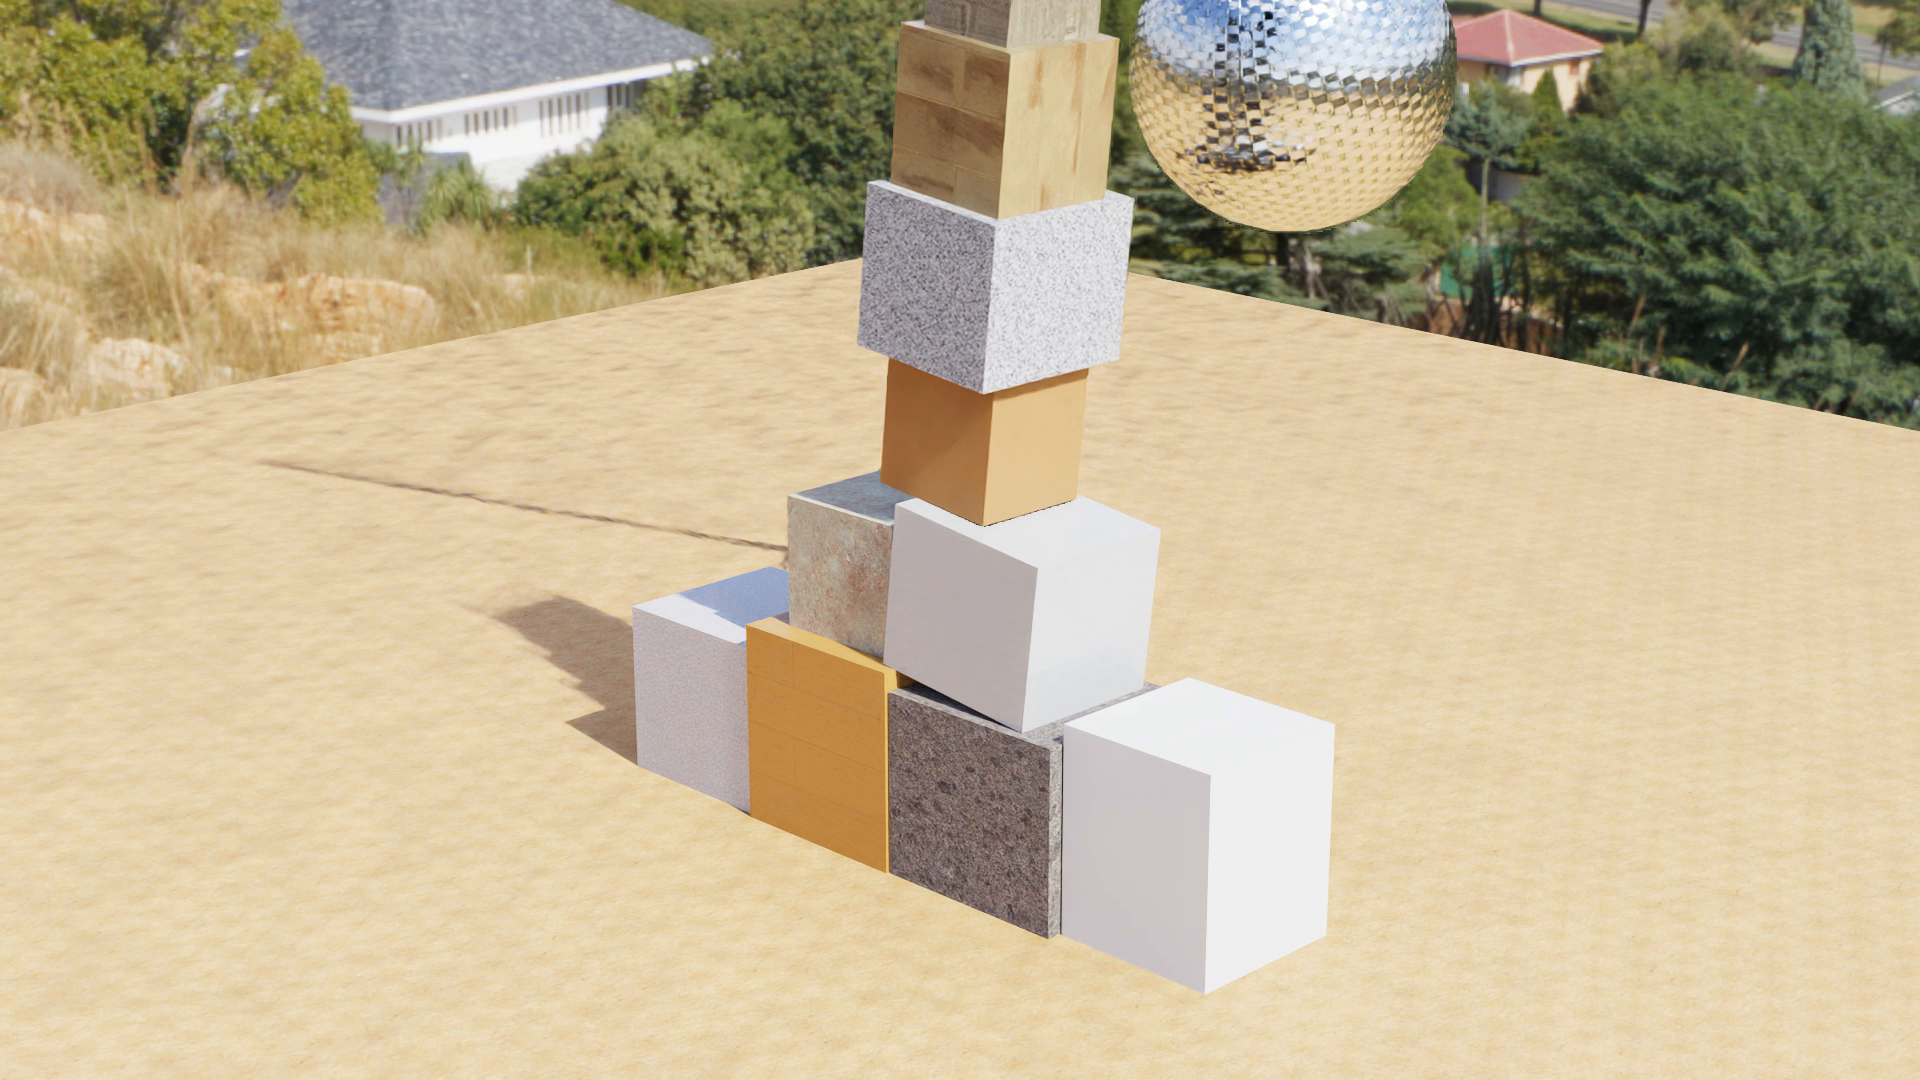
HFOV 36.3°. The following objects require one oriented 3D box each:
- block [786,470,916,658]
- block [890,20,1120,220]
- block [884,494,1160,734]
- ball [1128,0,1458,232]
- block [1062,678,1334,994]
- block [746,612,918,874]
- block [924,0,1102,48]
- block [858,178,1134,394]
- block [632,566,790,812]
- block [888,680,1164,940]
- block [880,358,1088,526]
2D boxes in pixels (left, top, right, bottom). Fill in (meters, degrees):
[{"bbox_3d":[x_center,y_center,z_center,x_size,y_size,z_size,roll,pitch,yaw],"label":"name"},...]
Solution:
[{"bbox_3d":[-0.315,0.099,13.700,0.678,0.639,0.703,-17,24,-42],"label":"block"},{"bbox_3d":[0.188,-1.834,12.550,0.660,0.700,0.656,-17,30,-42],"label":"block"},{"bbox_3d":[0.270,0.256,13.112,0.790,0.778,0.876,-17,30,-42],"label":"block"},{"bbox_3d":[1.623,-2.308,14.317,1.600,1.600,1.600,0,17,0],"label":"ball"},{"bbox_3d":[1.024,1.259,12.690,0.816,0.988,0.823,-17,24,-42],"label":"block"},{"bbox_3d":[-0.340,0.865,13.960,0.945,0.979,0.948,-17,24,-42],"label":"block"},{"bbox_3d":[0.239,-2.432,12.320,0.555,0.586,0.490,-17,30,-42],"label":"block"},{"bbox_3d":[0.151,-1.173,12.830,0.855,0.737,0.784,-17,30,-42],"label":"block"},{"bbox_3d":[-0.985,0.728,14.614,0.912,0.847,0.884,-17,24,-42],"label":"block"},{"bbox_3d":[0.358,1.116,13.312,0.925,0.888,0.999,-17,24,-42],"label":"block"},{"bbox_3d":[0.105,-0.528,13.091,0.597,0.657,0.658,-17,30,-42],"label":"block"}]
